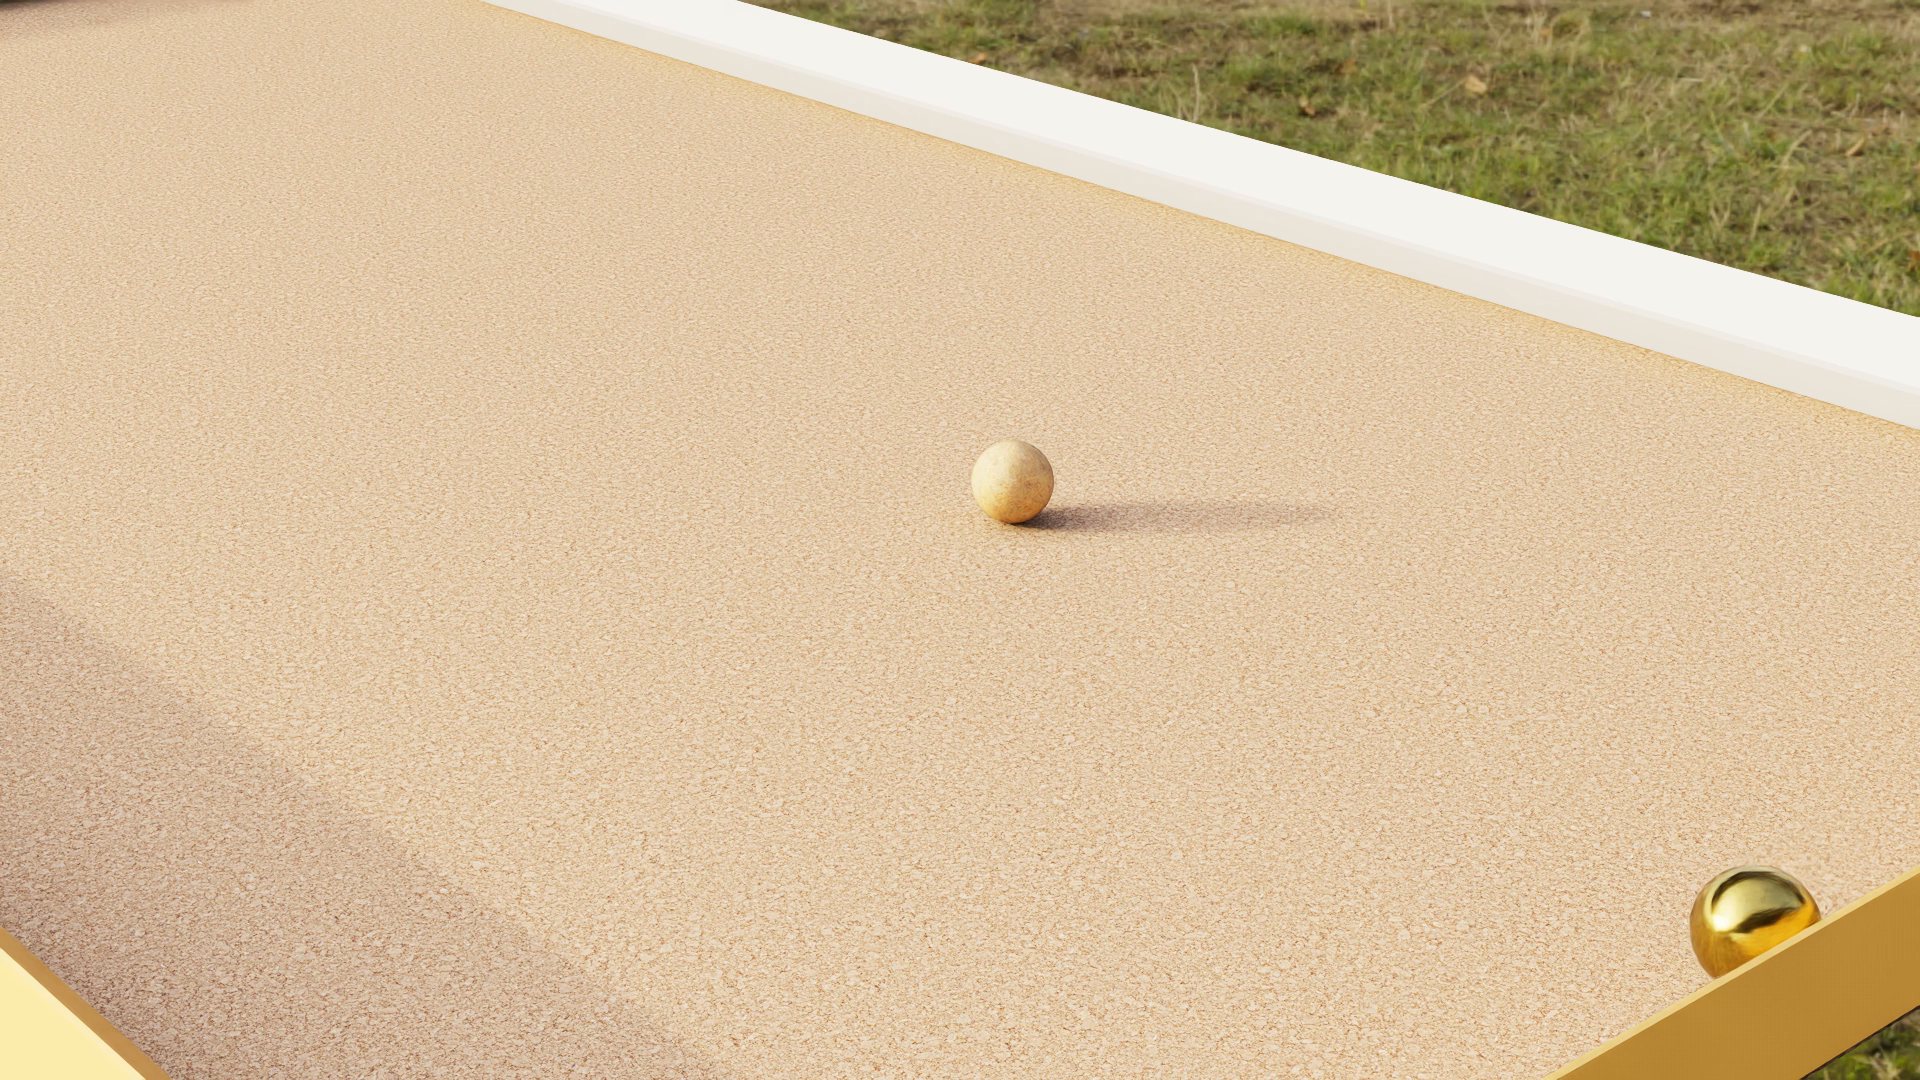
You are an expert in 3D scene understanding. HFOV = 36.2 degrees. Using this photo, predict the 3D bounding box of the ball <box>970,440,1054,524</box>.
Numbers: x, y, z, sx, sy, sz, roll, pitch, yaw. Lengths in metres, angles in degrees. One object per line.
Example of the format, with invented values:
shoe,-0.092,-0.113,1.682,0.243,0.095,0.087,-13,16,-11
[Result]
ball,0.045,-0.051,2.545,0.072,0.072,0.072,0,23,0

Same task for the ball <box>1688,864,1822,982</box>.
ball,0.494,0.242,1.827,0.081,0.081,0.081,0,23,0

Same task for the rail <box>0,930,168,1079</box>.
rail,-1.262,-0.047,2.490,0.045,0.105,3.562,-18,29,-37

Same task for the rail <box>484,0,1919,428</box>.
rail,0.097,-0.497,3.577,0.045,0.105,3.562,-18,29,-37

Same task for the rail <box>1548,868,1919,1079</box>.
rail,0.567,0.237,1.806,1.845,0.105,0.045,-18,29,-37
